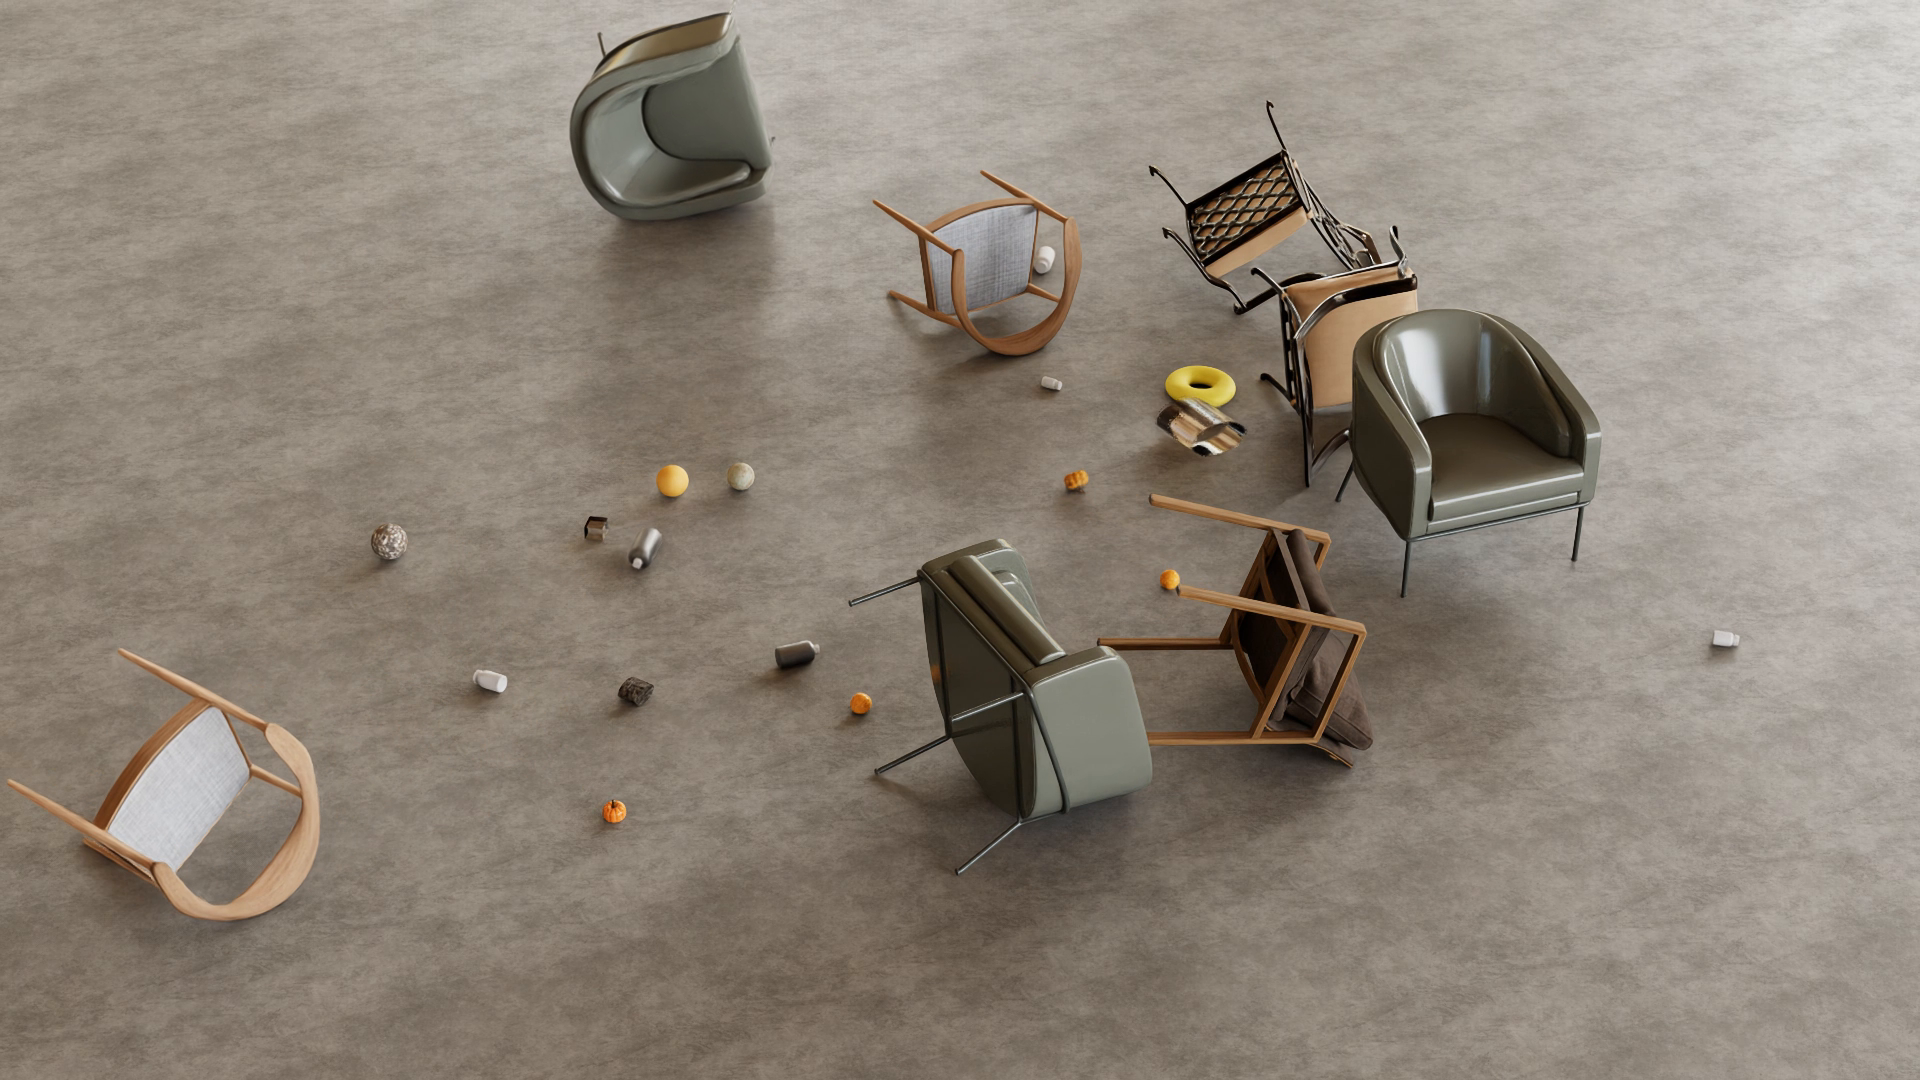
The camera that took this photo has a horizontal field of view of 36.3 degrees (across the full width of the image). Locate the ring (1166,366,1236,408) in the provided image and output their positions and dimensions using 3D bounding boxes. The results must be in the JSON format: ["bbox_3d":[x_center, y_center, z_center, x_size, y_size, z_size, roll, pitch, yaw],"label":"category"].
[{"bbox_3d":[0.970,-0.618,11.820,0.282,0.068,0.295,-15,35,-23],"label":"ring"}]

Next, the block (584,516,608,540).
[{"bbox_3d":[-1.359,-0.044,10.963,0.070,0.052,0.081,5,34,8],"label":"block"}]

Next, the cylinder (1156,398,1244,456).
[{"bbox_3d":[0.943,-0.443,11.488,0.272,0.137,0.217,-13,34,-34],"label":"cylinder"}]

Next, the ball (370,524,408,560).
[{"bbox_3d":[-2.105,0.005,10.815,0.134,0.134,0.134,0,33,0],"label":"ball"}]

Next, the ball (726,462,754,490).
[{"bbox_3d":[-0.839,-0.243,11.218,0.106,0.106,0.106,0,33,0],"label":"ball"}]

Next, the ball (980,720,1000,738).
[{"bbox_3d":[0.103,0.638,9.917,0.065,0.065,0.065,0,33,0],"label":"ball"}]

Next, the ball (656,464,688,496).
[{"bbox_3d":[-1.096,-0.225,11.175,0.122,0.122,0.122,0,33,0],"label":"ball"}]
